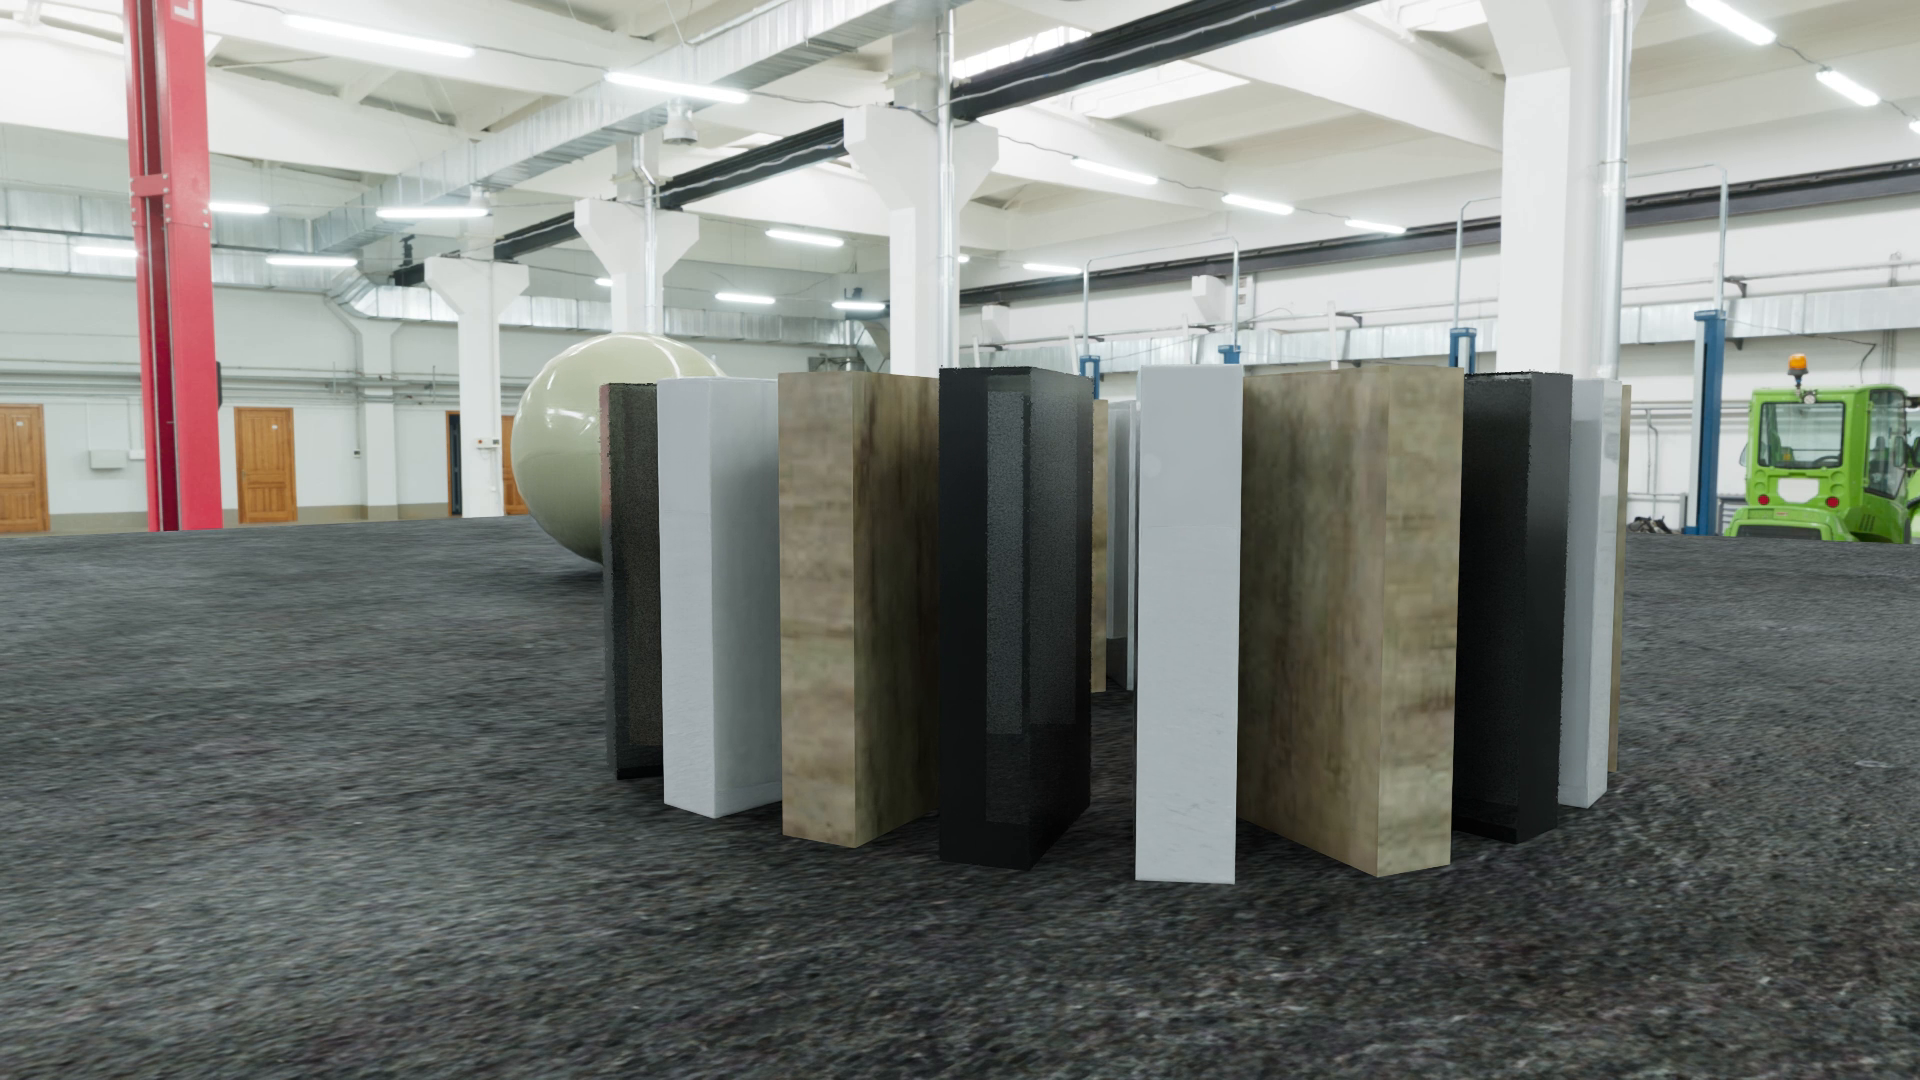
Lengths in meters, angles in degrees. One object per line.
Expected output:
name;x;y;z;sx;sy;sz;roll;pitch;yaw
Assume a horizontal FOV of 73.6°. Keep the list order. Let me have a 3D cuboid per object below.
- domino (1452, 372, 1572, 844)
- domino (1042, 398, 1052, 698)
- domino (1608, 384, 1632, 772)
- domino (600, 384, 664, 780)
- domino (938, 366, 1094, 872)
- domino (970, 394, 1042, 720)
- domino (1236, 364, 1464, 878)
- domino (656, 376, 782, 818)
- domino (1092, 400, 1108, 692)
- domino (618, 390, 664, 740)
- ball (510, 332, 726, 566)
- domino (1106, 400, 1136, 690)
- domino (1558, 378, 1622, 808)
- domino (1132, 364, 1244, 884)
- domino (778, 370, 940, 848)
domino;0.055;0.007;0.147;0.009;0.050;0.025;-4;6;-41
domino;0.002;0.001;0.218;0.025;0.050;0.009;2;5;23
domino;0.076;0.005;0.174;0.025;0.050;0.010;2;5;24
domino;-0.034;0.005;0.170;0.025;0.050;0.010;-2;5;-23
domino;0.007;0.007;0.139;0.009;0.050;0.025;2;5;20
domino;0.000;0.002;0.201;0.025;0.050;0.010;0;4;0
domino;0.040;0.007;0.138;0.010;0.050;0.025;-2;5;-24
domino;-0.023;0.006;0.156;0.010;0.050;0.025;4;6;41
domino;0.016;0.000;0.228;0.010;0.050;0.025;-2;5;-25
domino;-0.035;0.004;0.187;0.025;0.050;0.009;0;4;5
ball;-0.110;-0.030;0.433;0.080;0.080;0.080;0;4;0
domino;0.032;0.000;0.233;0.010;0.050;0.025;-1;4;-8
domino;0.067;0.006;0.159;0.025;0.050;0.009;3;5;38
domino;0.023;0.007;0.135;0.009;0.050;0.025;1;4;7
domino;-0.009;0.007;0.147;0.009;0.050;0.025;2;5;29
